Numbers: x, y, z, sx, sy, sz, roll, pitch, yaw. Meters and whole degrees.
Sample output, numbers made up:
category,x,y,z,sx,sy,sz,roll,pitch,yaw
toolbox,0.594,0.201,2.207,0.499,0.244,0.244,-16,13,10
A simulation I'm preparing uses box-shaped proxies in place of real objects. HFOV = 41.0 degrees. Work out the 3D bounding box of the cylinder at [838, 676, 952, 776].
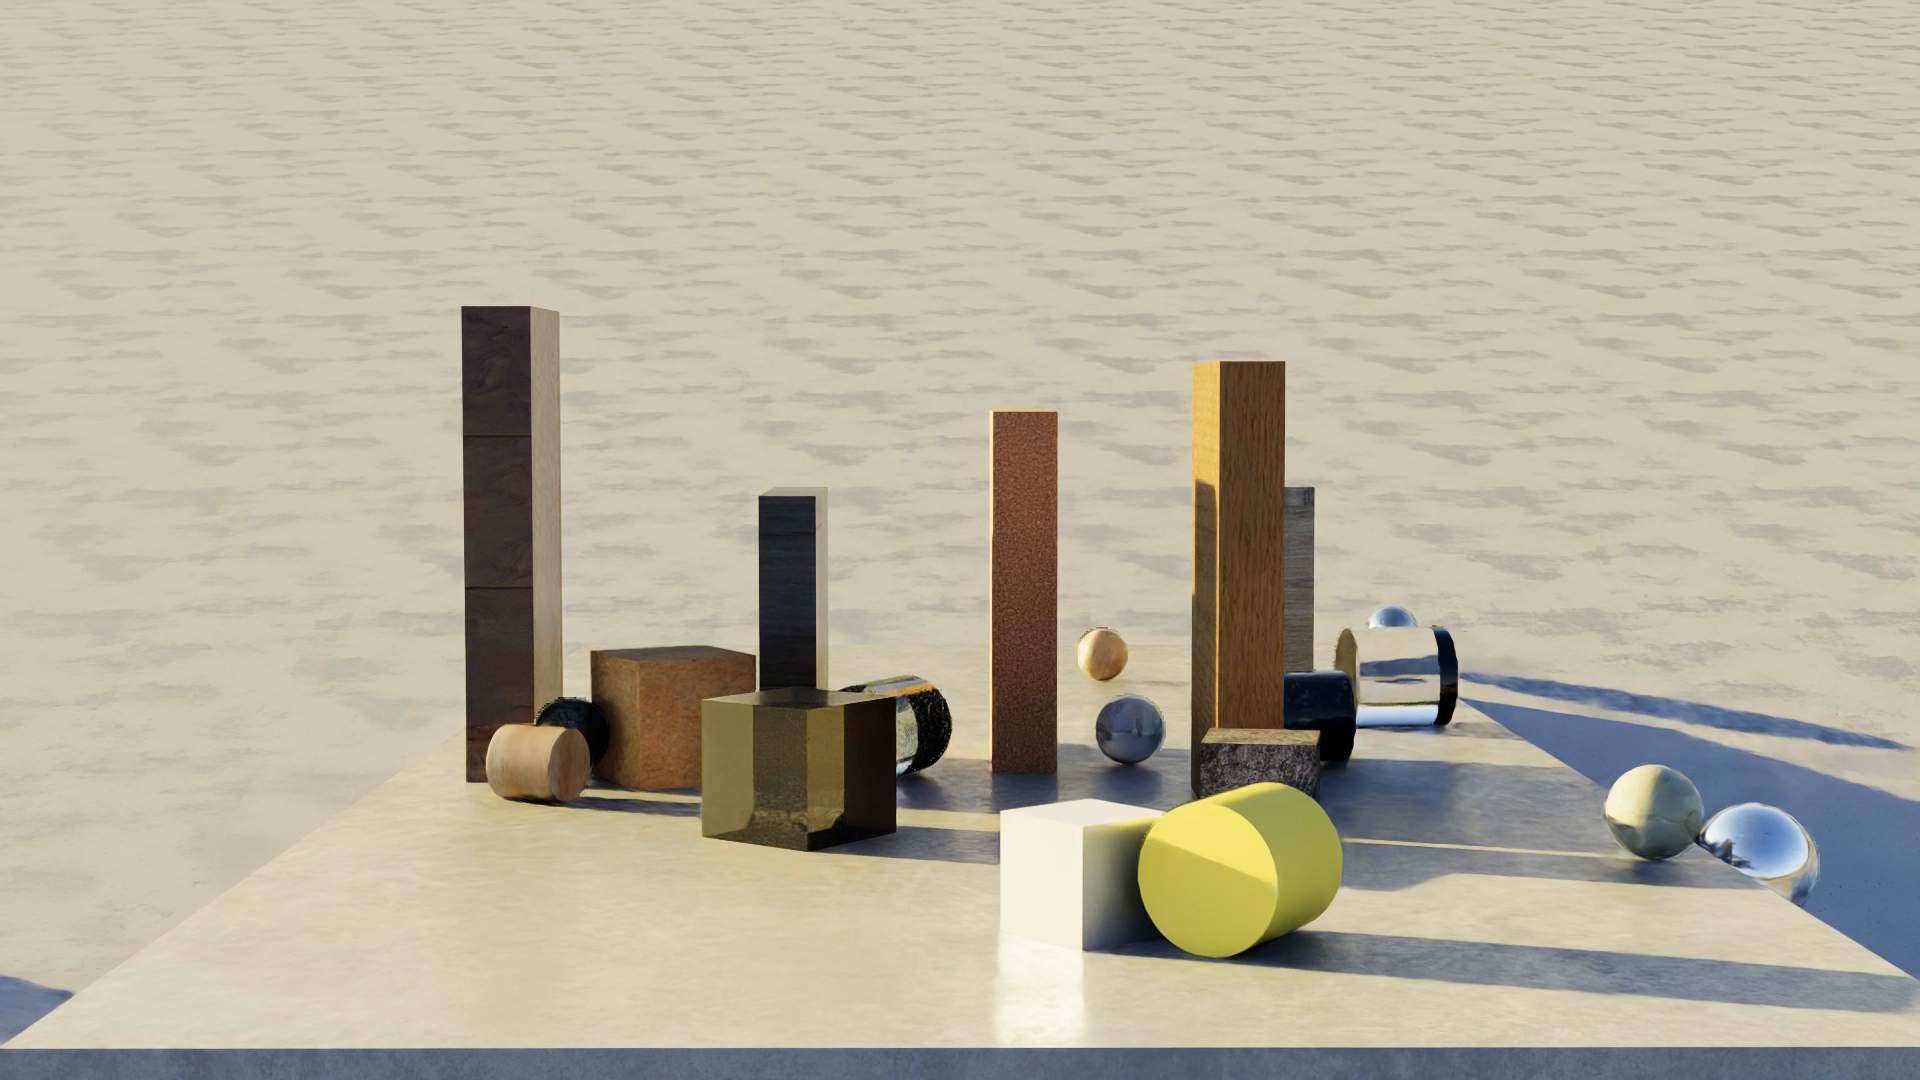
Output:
category,x,y,z,sx,sy,sz,roll,pitch,yaw
cylinder,-0.124,0.315,4.293,0.164,0.164,0.164,11,8,27

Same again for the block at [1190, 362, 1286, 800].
category,x,y,z,sx,sy,sz,roll,pitch,yaw
block,0.426,0.071,3.972,0.096,0.689,0.423,0,3,0

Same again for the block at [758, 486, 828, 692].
category,x,y,z,sx,sy,sz,roll,pitch,yaw
block,-0.282,0.154,4.399,0.093,0.475,0.393,0,3,0

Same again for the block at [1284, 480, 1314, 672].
category,x,y,z,sx,sy,sz,roll,pitch,yaw
block,0.694,0.099,5.586,0.090,0.445,0.442,0,3,0

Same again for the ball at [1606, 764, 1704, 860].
category,x,y,z,sx,sy,sz,roll,pitch,yaw
ball,0.958,0.375,3.545,0.131,0.131,0.131,0,21,0

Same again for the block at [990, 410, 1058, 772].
category,x,y,z,sx,sy,sz,roll,pitch,yaw
block,0.109,0.078,4.521,0.109,0.611,0.372,0,3,0

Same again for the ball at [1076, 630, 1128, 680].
category,x,y,z,sx,sy,sz,roll,pitch,yaw
ball,0.318,0.256,5.731,0.114,0.114,0.114,0,21,0

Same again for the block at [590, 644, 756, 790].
category,x,y,z,sx,sy,sz,roll,pitch,yaw
block,-0.479,0.293,4.292,0.210,0.210,0.210,-2,4,-29

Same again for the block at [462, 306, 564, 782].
category,x,y,z,sx,sy,sz,roll,pitch,yaw
block,-0.760,0.000,4.385,0.113,0.785,0.310,0,3,0

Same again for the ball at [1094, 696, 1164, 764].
category,x,y,z,sx,sy,sz,roll,pitch,yaw
ball,0.293,0.329,4.446,0.119,0.119,0.119,0,21,0

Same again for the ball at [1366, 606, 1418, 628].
category,x,y,z,sx,sy,sz,roll,pitch,yaw
ball,1.113,0.237,6.622,0.137,0.137,0.137,0,21,0

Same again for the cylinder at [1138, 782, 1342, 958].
category,x,y,z,sx,sy,sz,roll,pitch,yaw
cylinder,0.329,0.384,3.005,0.178,0.178,0.178,13,10,31

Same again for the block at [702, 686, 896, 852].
category,x,y,z,sx,sy,sz,roll,pitch,yaw
block,-0.233,0.330,3.739,0.201,0.201,0.201,2,4,37

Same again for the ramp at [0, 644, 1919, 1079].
category,x,y,z,sx,sy,sz,roll,pitch,yaw
ramp,0.048,0.434,4.532,2.000,0.100,4.000,0,3,0

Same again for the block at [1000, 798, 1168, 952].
category,x,y,z,sx,sy,sz,roll,pitch,yaw
block,0.151,0.397,3.061,0.146,0.146,0.146,-3,4,-39

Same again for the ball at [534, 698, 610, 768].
category,x,y,z,sx,sy,sz,roll,pitch,yaw
ball,-0.641,0.323,4.239,0.126,0.126,0.126,0,21,0

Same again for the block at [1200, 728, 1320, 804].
category,x,y,z,sx,sy,sz,roll,pitch,yaw
block,0.426,0.357,3.631,0.159,0.159,0.159,1,3,10

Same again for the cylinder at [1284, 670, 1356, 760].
category,x,y,z,sx,sy,sz,roll,pitch,yaw
cylinder,0.591,0.307,4.463,0.155,0.155,0.155,-1,21,-6

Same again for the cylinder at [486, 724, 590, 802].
category,x,y,z,sx,sy,sz,roll,pitch,yaw
cylinder,-0.667,0.353,4.060,0.117,0.117,0.117,2,19,25

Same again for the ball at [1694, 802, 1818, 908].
category,x,y,z,sx,sy,sz,roll,pitch,yaw
ball,1.310,0.535,4.238,0.202,0.202,0.202,0,21,0

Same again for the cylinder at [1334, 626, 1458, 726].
category,x,y,z,sx,sy,sz,roll,pitch,yaw
cylinder,0.839,0.263,4.952,0.190,0.190,0.190,0,20,-7
